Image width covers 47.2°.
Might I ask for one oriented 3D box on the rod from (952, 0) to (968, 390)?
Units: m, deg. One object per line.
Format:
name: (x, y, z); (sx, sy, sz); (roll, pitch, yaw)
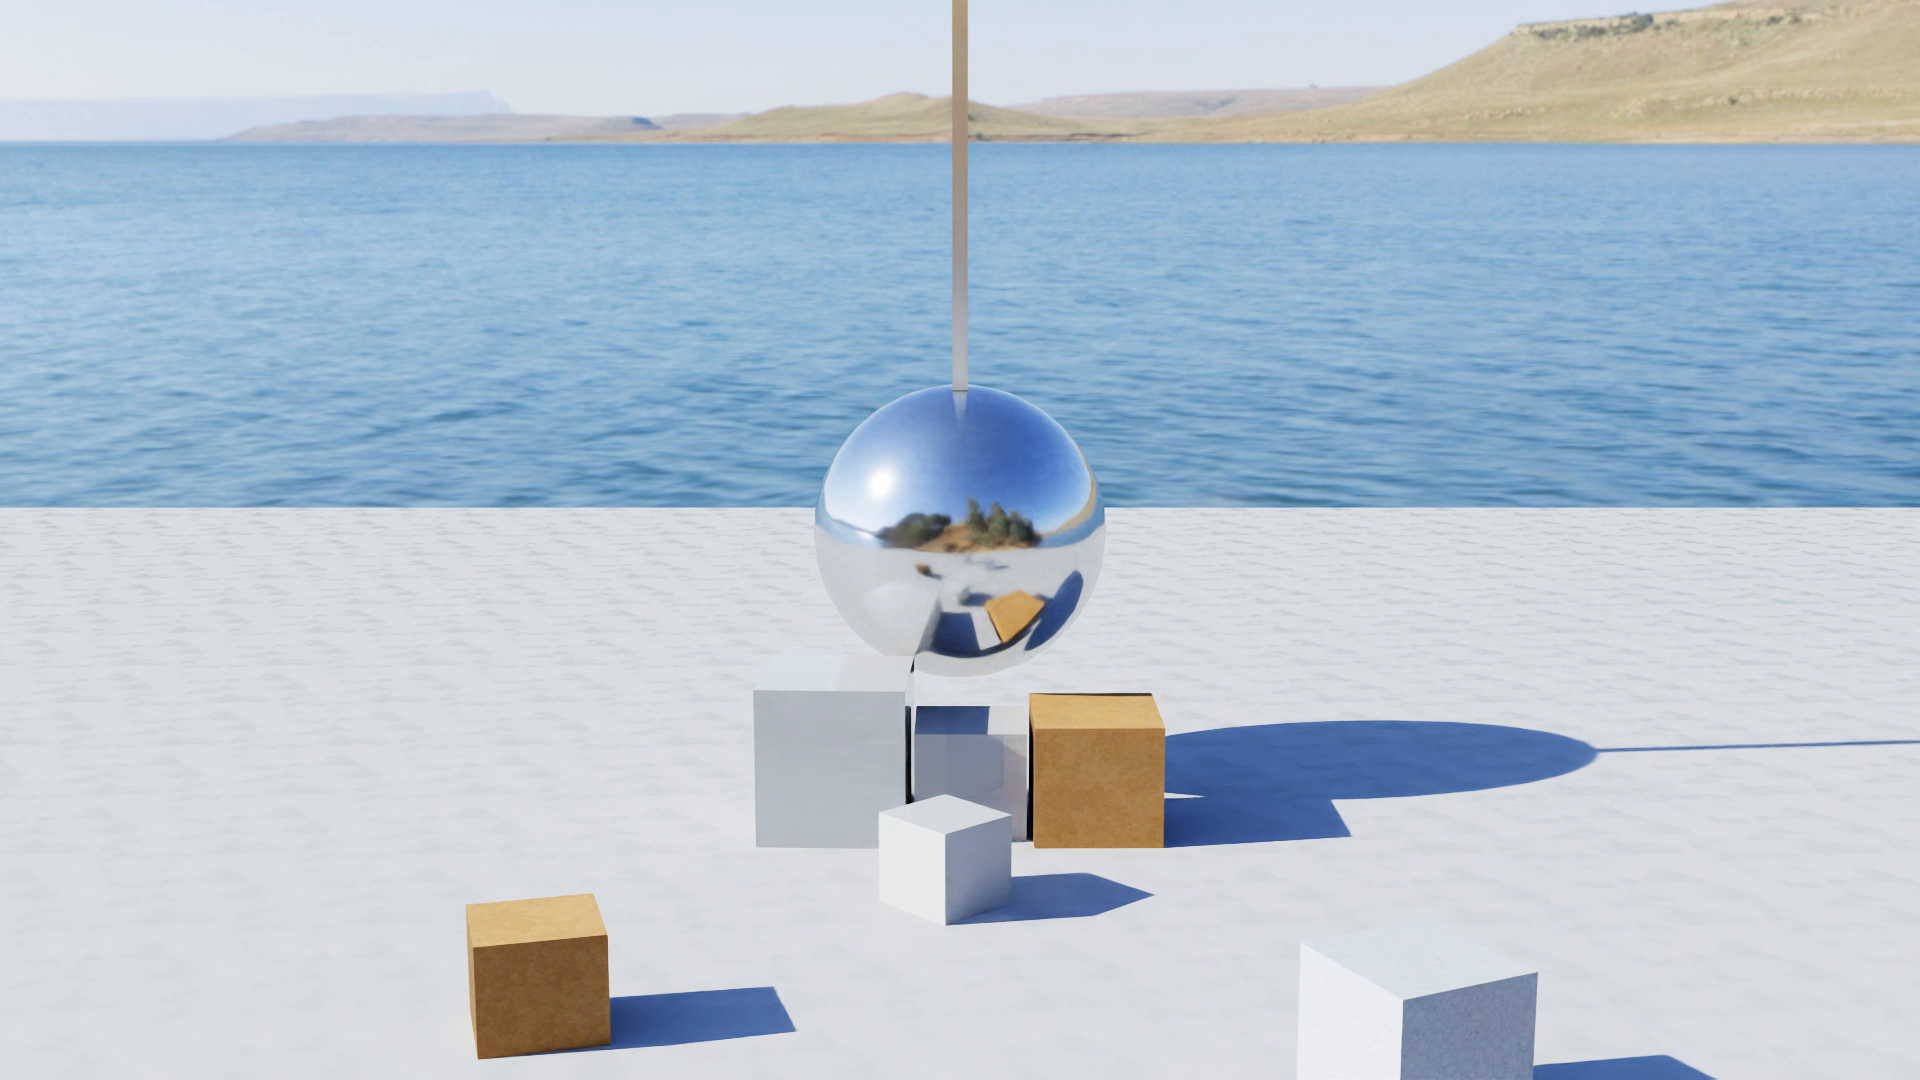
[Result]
rod: (0.000, -3.280, 10.949); (0.080, 5.200, 0.080); (0, 18, 0)

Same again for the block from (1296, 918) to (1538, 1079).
block: (1.637, 1.799, 7.929); (0.586, 0.622, 0.603); (-5, 11, -26)

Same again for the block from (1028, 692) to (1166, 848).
block: (0.694, 1.179, 11.340); (0.649, 0.622, 0.713); (0, 10, -1)

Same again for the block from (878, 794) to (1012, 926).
block: (-0.068, 1.479, 10.221); (0.422, 0.432, 0.451); (-10, 14, -42)

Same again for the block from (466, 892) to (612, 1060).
block: (-1.686, 1.730, 8.771); (0.513, 0.457, 0.500); (-3, 11, -15)

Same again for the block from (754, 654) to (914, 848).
block: (-0.635, 1.080, 11.351); (0.755, 0.814, 0.766); (0, 10, 2)

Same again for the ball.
ball: (0.000, -0.051, 12.014); (1.600, 1.600, 1.600); (0, 10, 0)

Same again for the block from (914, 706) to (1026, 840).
block: (0.053, 1.201, 11.404); (0.568, 0.556, 0.564); (0, 10, 0)
